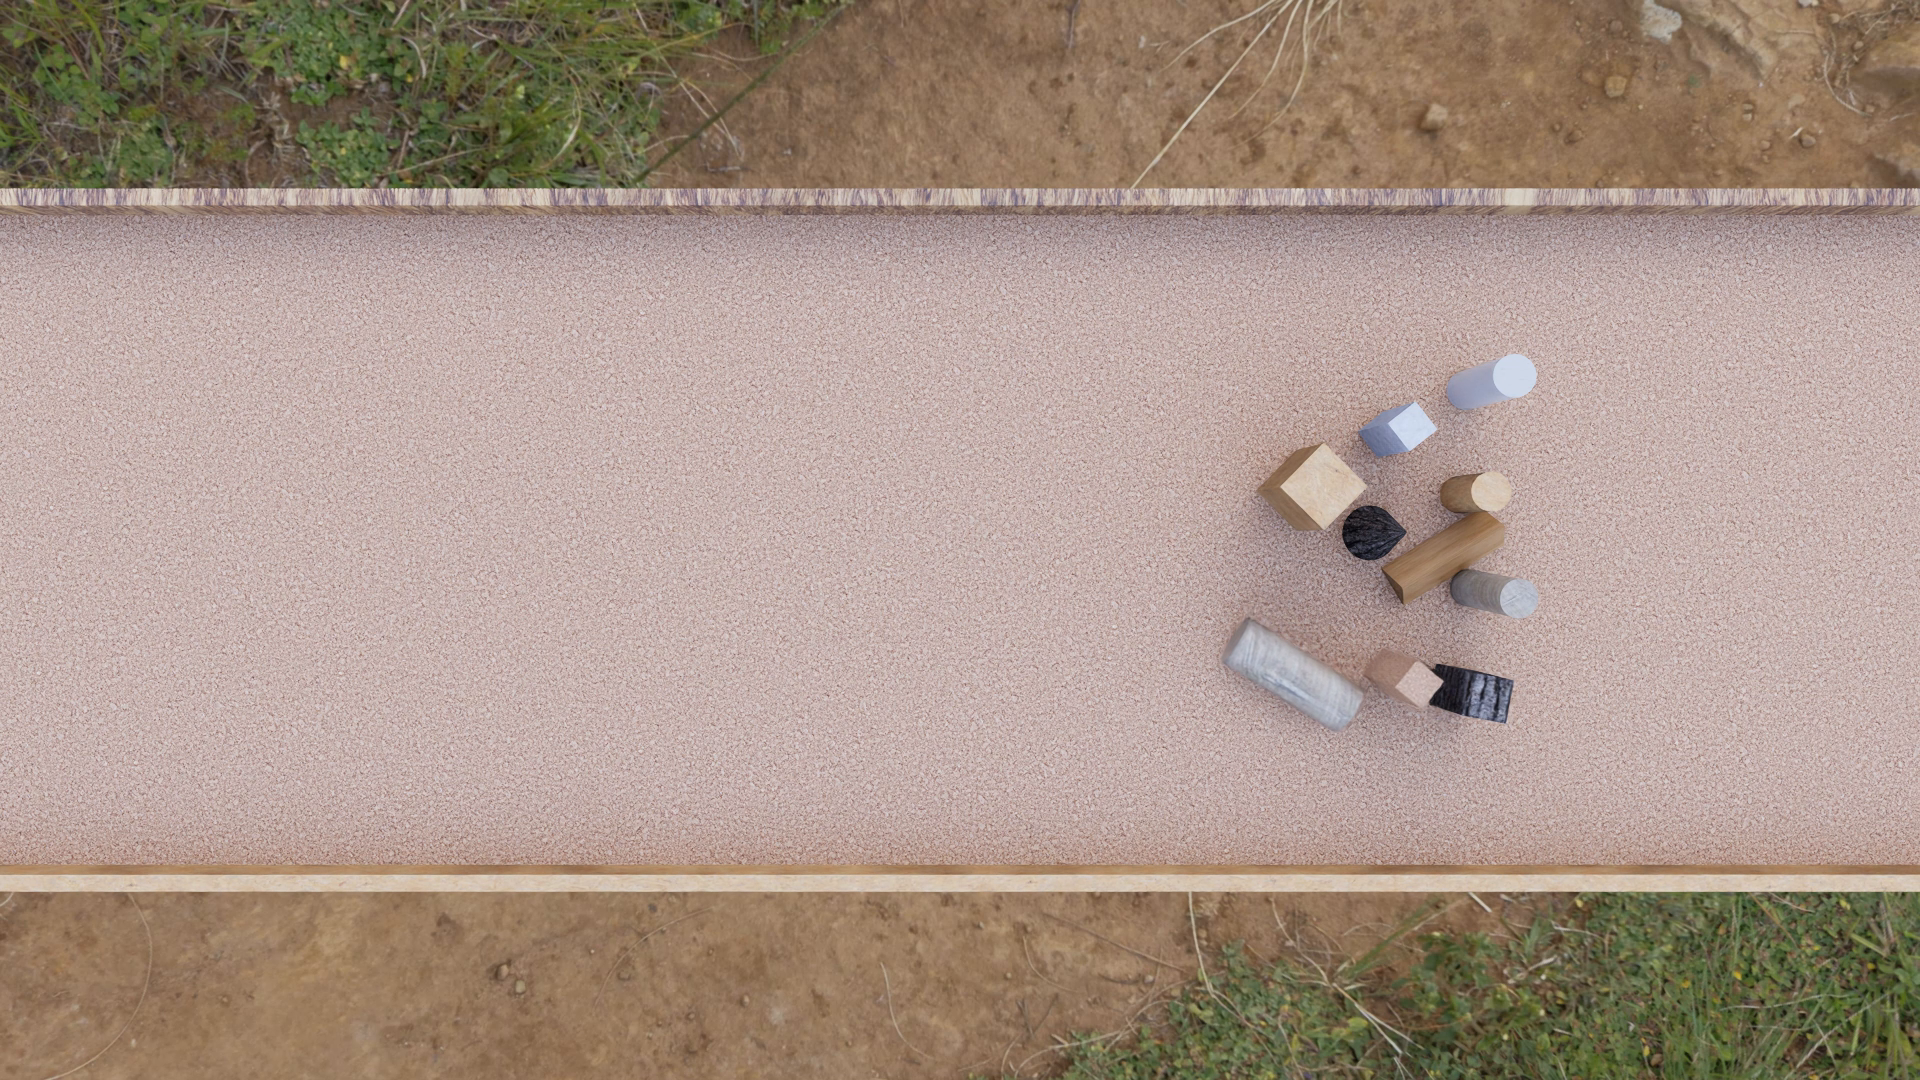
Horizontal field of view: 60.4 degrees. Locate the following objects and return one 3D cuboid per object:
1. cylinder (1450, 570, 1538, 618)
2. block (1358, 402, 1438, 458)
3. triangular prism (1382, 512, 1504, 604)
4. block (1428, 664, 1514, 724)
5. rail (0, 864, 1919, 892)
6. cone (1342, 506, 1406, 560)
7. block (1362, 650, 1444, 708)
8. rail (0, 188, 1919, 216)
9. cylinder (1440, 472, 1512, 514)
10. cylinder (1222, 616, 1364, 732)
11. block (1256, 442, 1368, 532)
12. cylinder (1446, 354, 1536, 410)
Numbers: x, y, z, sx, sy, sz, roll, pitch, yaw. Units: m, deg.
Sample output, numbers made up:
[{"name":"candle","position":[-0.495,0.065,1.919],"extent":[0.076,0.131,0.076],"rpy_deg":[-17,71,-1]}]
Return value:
[{"name":"cylinder","position":[1.578,0.157,4.888],"extent":[0.114,0.367,0.114],"rpy_deg":[0,93,-5]},{"name":"block","position":[1.294,-0.325,4.896],"extent":[0.101,0.361,0.101],"rpy_deg":[-38,90,0]},{"name":"triangular prism","position":[1.483,0.051,5.016],"extent":[0.360,0.116,0.134],"rpy_deg":[-31,90,0]},{"name":"block","position":[1.517,0.454,4.905],"extent":[0.127,0.344,0.127],"rpy_deg":[11,90,0]},{"name":"rail","position":[-2.247,1.025,5.001],"extent":[12.000,0.150,0.050],"rpy_deg":[0,90,0]},{"name":"cone","position":[1.261,-0.022,4.863],"extent":[0.169,0.427,0.169],"rpy_deg":[0,90,0]},{"name":"block","position":[1.316,0.411,4.908],"extent":[0.101,0.332,0.101],"rpy_deg":[38,90,-3]},{"name":"rail","position":[-2.247,-1.025,5.002],"extent":[12.000,0.150,0.050],"rpy_deg":[0,90,0]},{"name":"cylinder","position":[1.535,-0.140,4.921],"extent":[0.115,0.310,0.115],"rpy_deg":[0,90,0]},{"name":"cylinder","position":[1.008,0.406,4.997],"extent":[0.407,0.158,0.158],"rpy_deg":[32,90,0]},{"name":"block","position":[1.036,-0.152,4.885],"extent":[0.176,0.383,0.176],"rpy_deg":[45,90,0]},{"name":"cylinder","position":[1.559,-0.461,4.855],"extent":[0.122,0.443,0.122],"rpy_deg":[0,90,0]}]
